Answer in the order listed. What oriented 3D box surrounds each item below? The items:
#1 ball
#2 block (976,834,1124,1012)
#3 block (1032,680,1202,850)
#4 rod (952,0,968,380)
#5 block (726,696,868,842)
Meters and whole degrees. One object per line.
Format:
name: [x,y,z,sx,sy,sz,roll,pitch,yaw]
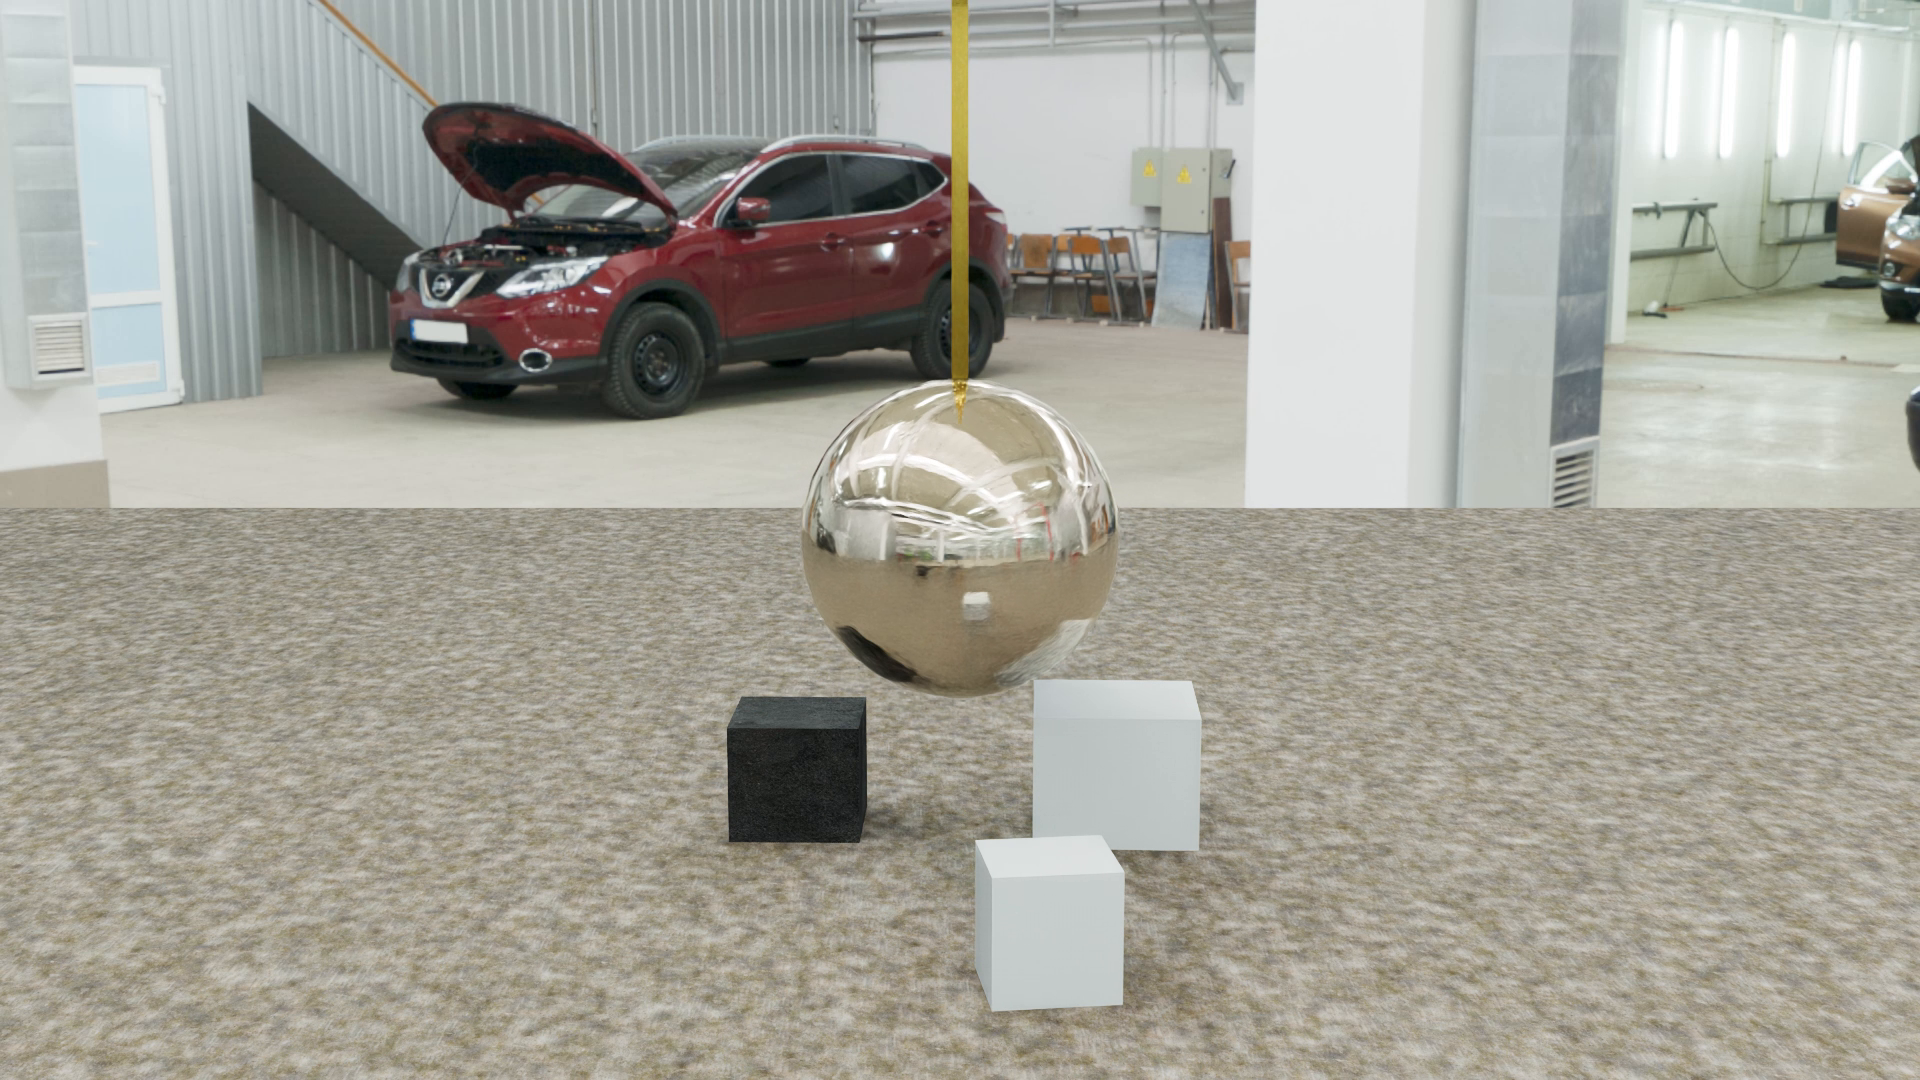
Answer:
ball: [0.000,-0.010,11.019,1.600,1.600,1.600,0,10,0]
block: [0.367,1.595,9.202,0.545,0.570,0.493,-1,10,-7]
block: [0.796,1.149,11.352,0.832,0.678,0.790,0,10,2]
rod: [0.000,-3.370,10.499,0.080,5.200,0.080,0,9,0]
block: [-0.834,1.182,11.398,0.663,0.597,0.637,0,10,1]
